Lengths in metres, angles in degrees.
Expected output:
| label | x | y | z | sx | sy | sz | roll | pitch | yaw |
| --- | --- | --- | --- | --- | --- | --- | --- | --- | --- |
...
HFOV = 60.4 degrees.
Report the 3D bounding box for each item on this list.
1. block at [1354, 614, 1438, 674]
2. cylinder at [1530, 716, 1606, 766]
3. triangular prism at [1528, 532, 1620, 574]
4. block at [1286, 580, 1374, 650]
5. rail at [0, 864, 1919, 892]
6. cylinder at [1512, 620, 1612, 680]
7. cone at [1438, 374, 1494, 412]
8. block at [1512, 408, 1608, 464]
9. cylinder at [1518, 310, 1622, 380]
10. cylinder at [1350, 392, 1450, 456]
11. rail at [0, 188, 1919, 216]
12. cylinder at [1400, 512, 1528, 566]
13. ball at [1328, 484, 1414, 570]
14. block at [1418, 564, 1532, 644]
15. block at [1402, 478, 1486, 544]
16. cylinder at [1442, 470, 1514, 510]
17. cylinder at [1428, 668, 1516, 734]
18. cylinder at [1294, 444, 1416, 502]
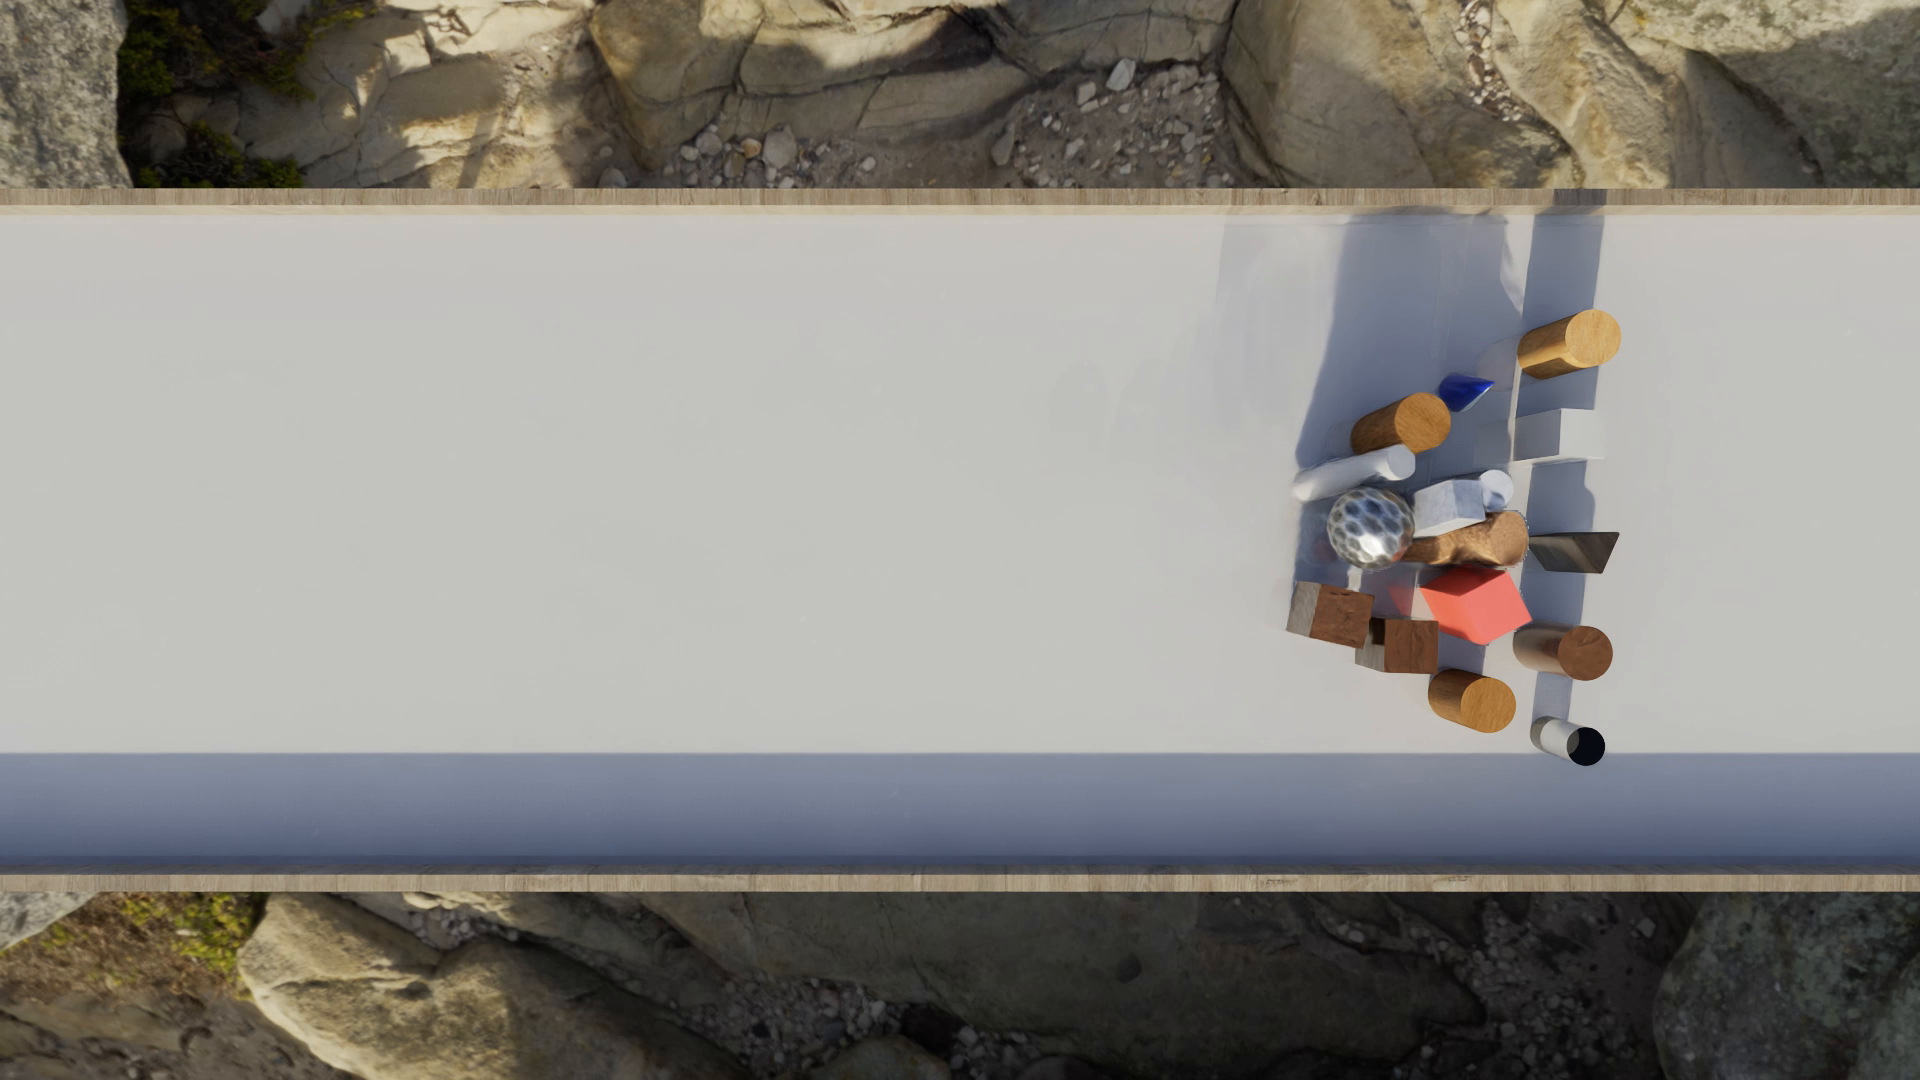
| label | x | y | z | sx | sy | sz | roll | pitch | yaw |
| --- | --- | --- | --- | --- | --- | --- | --- | --- | --- |
| block | 1.295 | 0.306 | 4.904 | 0.153 | 0.345 | 0.153 | 2 | 90 | 0 |
| cylinder | 1.810 | 0.597 | 4.923 | 0.113 | 0.308 | 0.113 | 0 | 90 | 0 |
| triangular prism | 1.815 | 0.012 | 4.864 | 0.110 | 0.425 | 0.127 | -36 | 90 | 0 |
| block | 1.097 | 0.220 | 4.906 | 0.159 | 0.340 | 0.159 | 13 | 90 | 0 |
| rail | -2.247 | 1.025 | 5.001 | 12.000 | 0.150 | 0.050 | 0 | 90 | 0 |
| cylinder | 1.779 | 0.323 | 4.884 | 0.157 | 0.385 | 0.157 | 0 | 90 | 0 |
| cone | 1.533 | -0.453 | 4.901 | 0.122 | 0.352 | 0.122 | 0 | 90 | 0 |
| block | 1.772 | -0.304 | 4.880 | 0.133 | 0.392 | 0.133 | 3 | 90 | 0 |
| cylinder | 1.794 | -0.574 | 4.874 | 0.159 | 0.404 | 0.159 | 0 | 90 | 0 |
| cylinder | 1.294 | -0.322 | 4.865 | 0.163 | 0.408 | 0.163 | 0 | 86 | -4 |
| rail | -2.247 | -1.025 | 5.002 | 12.000 | 0.150 | 0.050 | 0 | 90 | 0 |
| cylinder | 1.470 | -0.006 | 4.875 | 0.157 | 0.377 | 0.157 | -1 | 91 | -32 |
| ball | 1.182 | -0.037 | 4.742 | 0.244 | 0.244 | 0.244 | 0 | 90 | 0 |
| block | 1.519 | 0.186 | 4.880 | 0.155 | 0.385 | 0.155 | -27 | 93 | 0 |
| block | 1.328 | -0.062 | 4.848 | 0.115 | 0.438 | 0.115 | 2 | 75 | -31 |
| cylinder | 1.526 | -0.144 | 4.899 | 0.110 | 0.352 | 0.110 | 0 | 89 | -2 |
| cylinder | 1.519 | 0.476 | 4.909 | 0.160 | 0.334 | 0.160 | 0 | 90 | 0 |
| cylinder | 1.155 | -0.194 | 4.855 | 0.100 | 0.443 | 0.100 | 4 | 81 | -24 |
